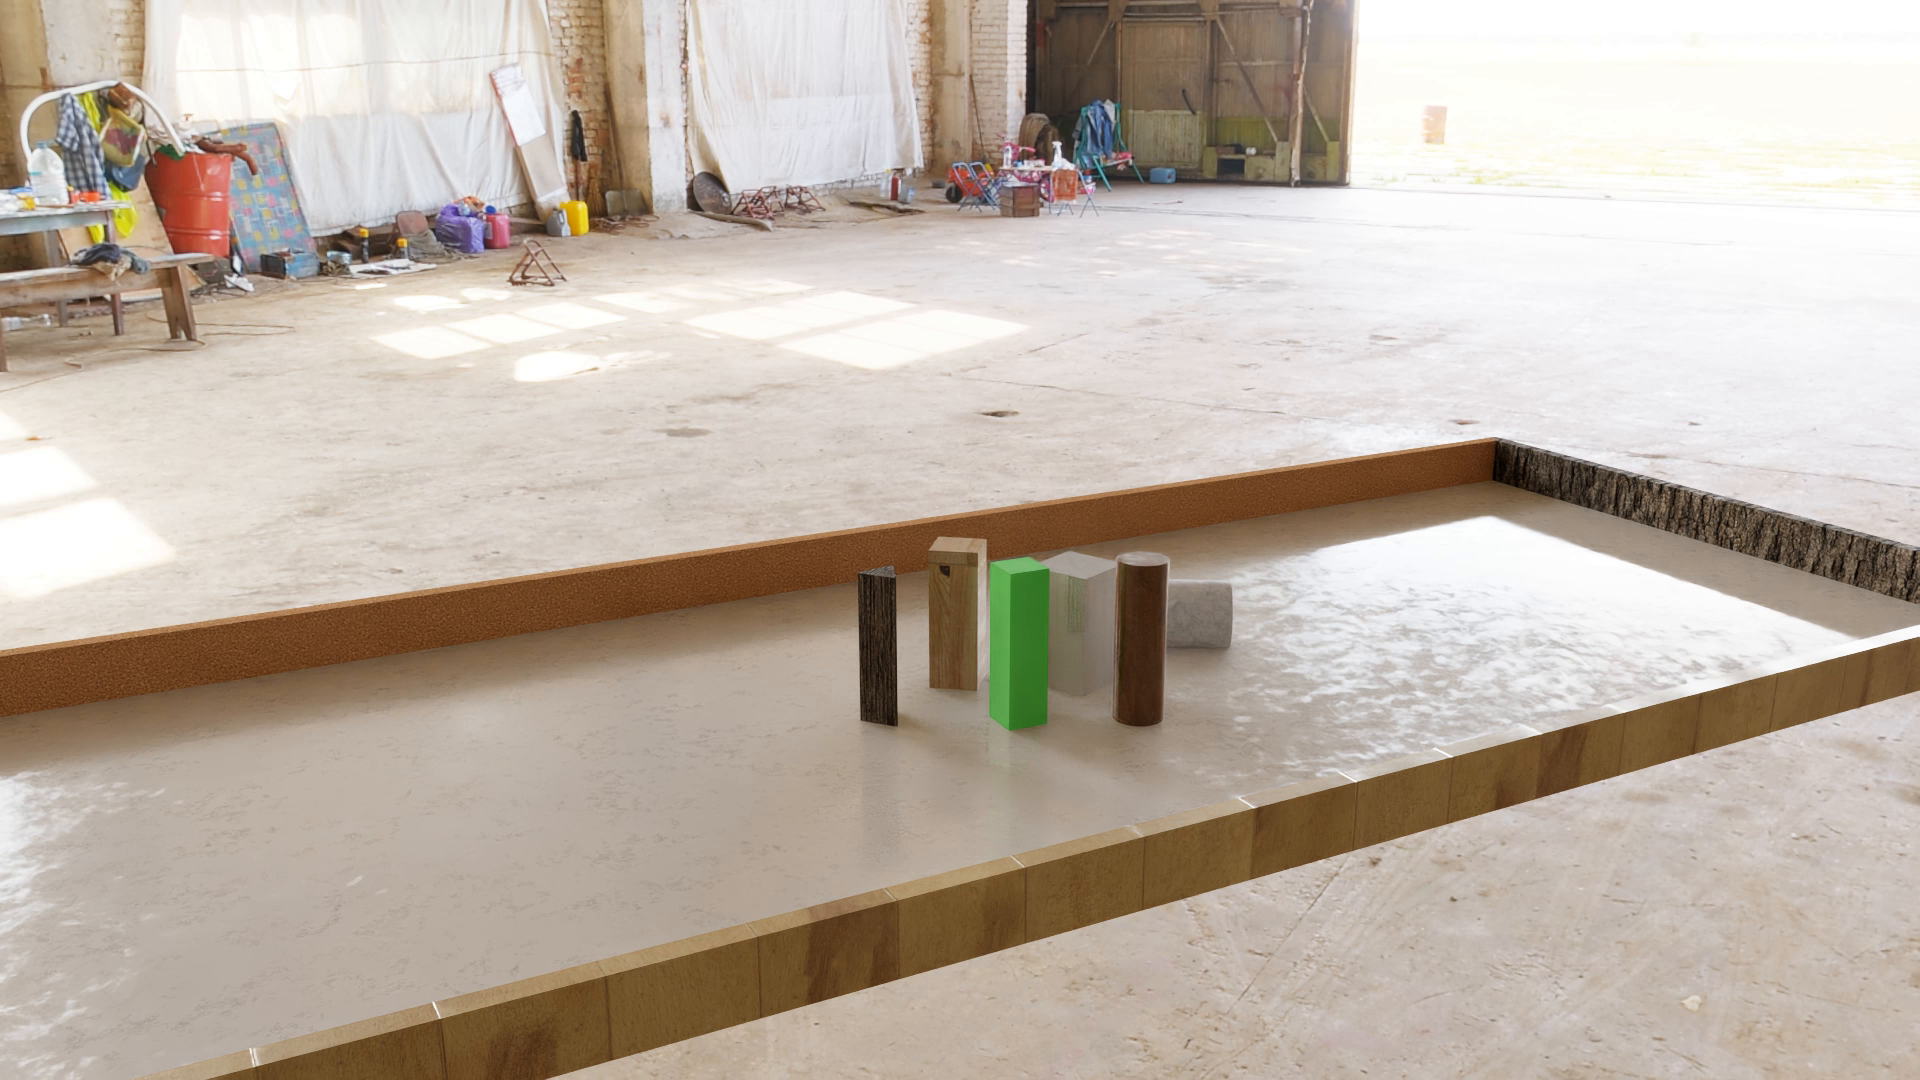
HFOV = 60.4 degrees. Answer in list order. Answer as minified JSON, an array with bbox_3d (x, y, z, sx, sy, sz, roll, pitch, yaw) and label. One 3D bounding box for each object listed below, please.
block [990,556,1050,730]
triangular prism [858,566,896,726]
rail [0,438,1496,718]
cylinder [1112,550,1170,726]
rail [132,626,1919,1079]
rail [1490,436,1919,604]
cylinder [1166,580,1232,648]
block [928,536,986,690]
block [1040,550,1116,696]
[{"bbox_3d":[0.138,0.242,3.852,0.101,0.383,0.101,-8,18,-25],"label":"block"},{"bbox_3d":[-0.176,0.246,3.870,0.096,0.366,0.084,7,18,22],"label":"triangular prism"},{"bbox_3d":[-3.305,0.497,3.399,12.000,0.150,0.050,-9,18,-27],"label":"rail"},{"bbox_3d":[0.423,0.231,3.870,0.123,0.393,0.123,0,16,0],"label":"cylinder"},{"bbox_3d":[-2.336,1.006,1.665,12.000,0.150,0.050,-9,18,-27],"label":"rail"},{"bbox_3d":[2.466,-0.048,5.253,0.050,0.150,2.100,-9,18,-27],"label":"rail"},{"bbox_3d":[0.552,0.193,4.379,0.323,0.180,0.180,1,16,3],"label":"cylinder"},{"bbox_3d":[-0.005,0.183,4.100,0.122,0.357,0.122,3,17,10],"label":"block"},{"bbox_3d":[0.289,0.206,4.116,0.169,0.303,0.169,13,21,37],"label":"block"}]
